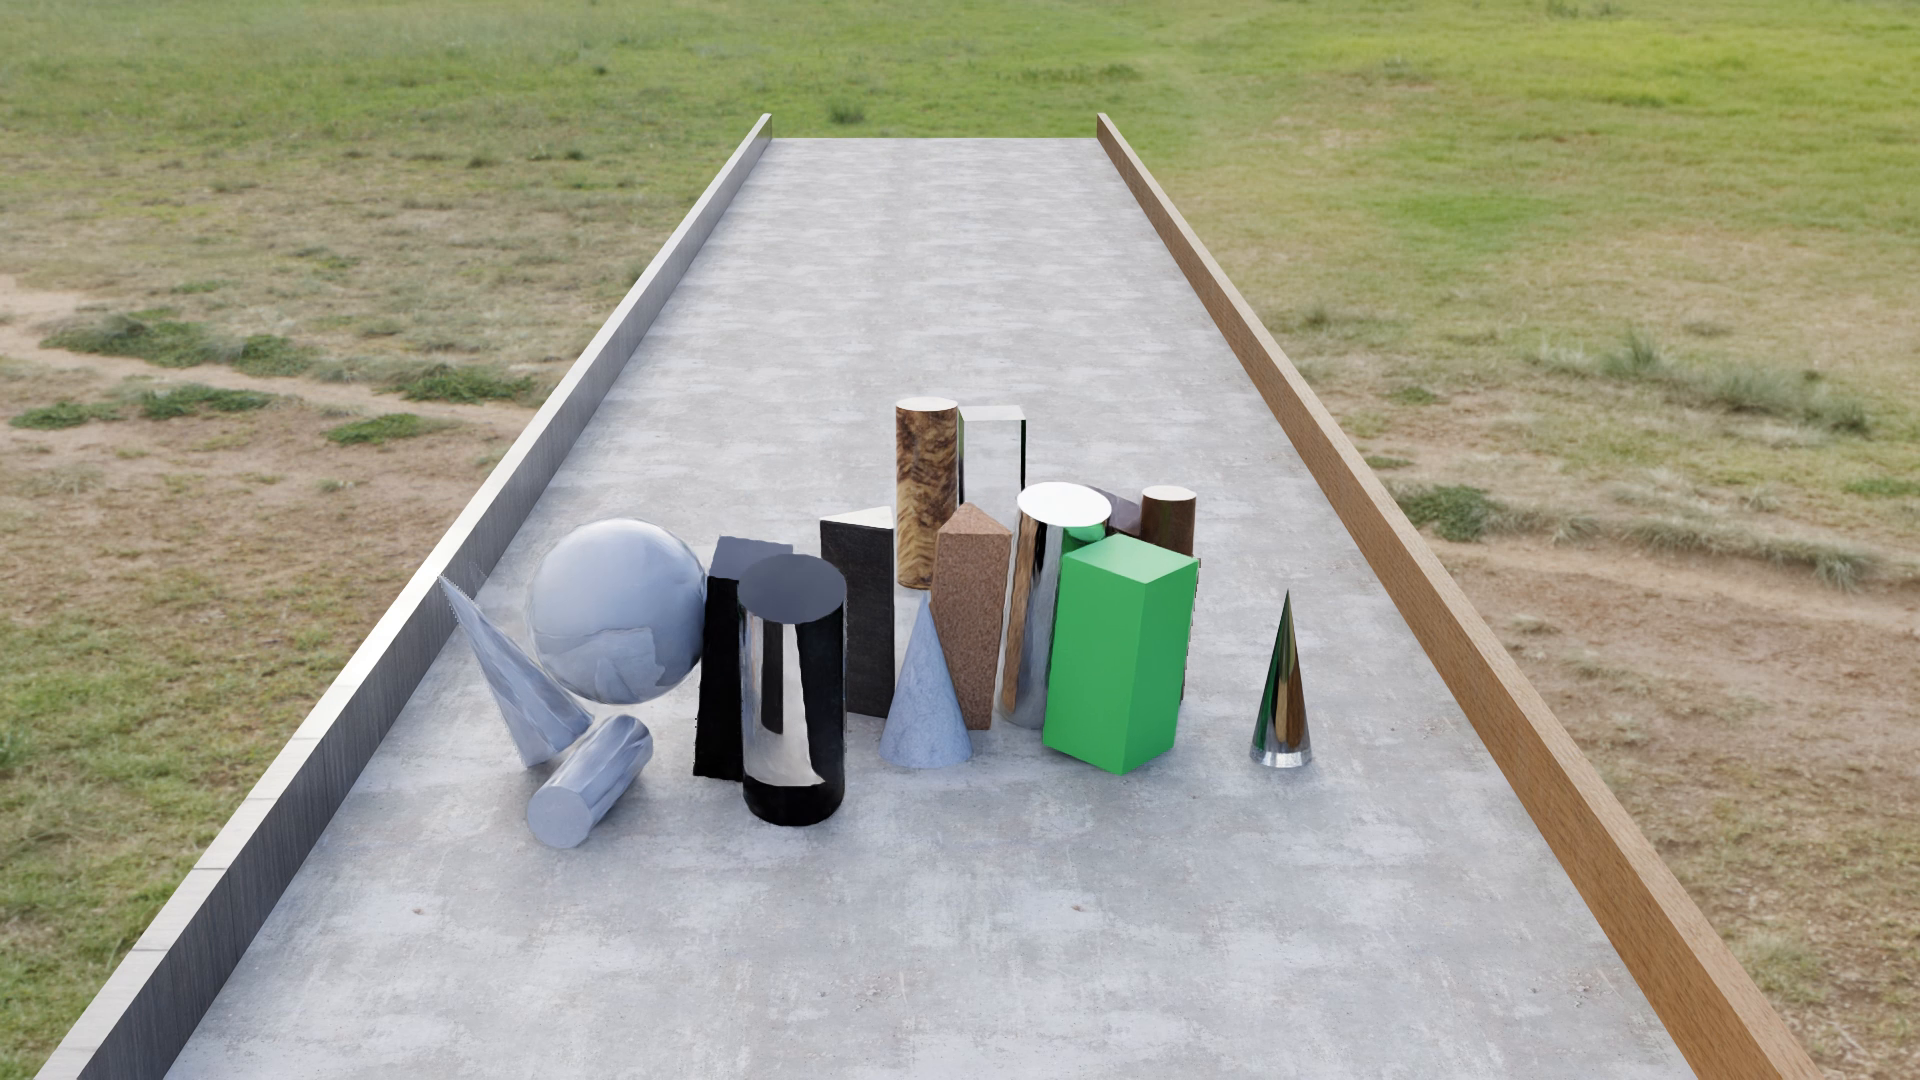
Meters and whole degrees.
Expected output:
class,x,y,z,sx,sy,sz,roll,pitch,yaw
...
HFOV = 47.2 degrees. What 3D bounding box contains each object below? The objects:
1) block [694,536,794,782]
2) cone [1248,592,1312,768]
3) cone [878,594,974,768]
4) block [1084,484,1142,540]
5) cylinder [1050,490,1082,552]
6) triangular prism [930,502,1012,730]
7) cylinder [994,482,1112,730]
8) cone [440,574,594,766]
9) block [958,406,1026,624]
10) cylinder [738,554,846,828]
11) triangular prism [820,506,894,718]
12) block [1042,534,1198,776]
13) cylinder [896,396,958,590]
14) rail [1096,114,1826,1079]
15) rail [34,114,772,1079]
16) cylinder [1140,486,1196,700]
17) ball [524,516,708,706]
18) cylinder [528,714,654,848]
class,x,y,z,sx,sy,sz,roll,pitch,yaw
block,-0.369,0.208,3.742,0.126,0.417,0.126,8,32,-1
cone,0.573,0.233,3.888,0.113,0.317,0.113,0,17,0
cone,-0.063,0.233,3.908,0.171,0.301,0.171,0,16,0
block,0.214,0.091,4.199,0.114,0.381,0.114,21,32,-7
cylinder,0.247,0.072,4.417,0.130,0.324,0.130,0,17,0
triangular prism,0.001,0.140,3.986,0.132,0.416,0.114,1,30,-8
cylinder,0.167,0.122,4.020,0.168,0.427,0.168,4,29,-2
cone,-0.805,0.205,3.848,0.147,0.370,0.147,-30,16,9
block,0.066,-0.051,4.623,0.127,0.443,0.127,-2,17,-5
cylinder,-0.270,0.248,3.560,0.171,0.443,0.171,2,38,-1
triangular prism,-0.163,0.131,4.137,0.151,0.371,0.131,8,18,25
block,0.282,0.200,3.889,0.171,0.363,0.171,20,25,33
cylinder,-0.073,-0.103,4.863,0.137,0.405,0.137,0,17,0
rail,0.932,-0.844,7.801,0.050,0.150,12.000,0,17,-1
rail,-1.118,-0.838,7.780,0.050,0.150,12.000,0,17,-1
cylinder,0.384,0.105,4.159,0.101,0.404,0.101,2,17,0
ball,-0.586,0.123,3.803,0.327,0.327,0.327,0,17,0
cylinder,-0.616,0.400,3.690,0.108,0.108,0.325,3,17,10
